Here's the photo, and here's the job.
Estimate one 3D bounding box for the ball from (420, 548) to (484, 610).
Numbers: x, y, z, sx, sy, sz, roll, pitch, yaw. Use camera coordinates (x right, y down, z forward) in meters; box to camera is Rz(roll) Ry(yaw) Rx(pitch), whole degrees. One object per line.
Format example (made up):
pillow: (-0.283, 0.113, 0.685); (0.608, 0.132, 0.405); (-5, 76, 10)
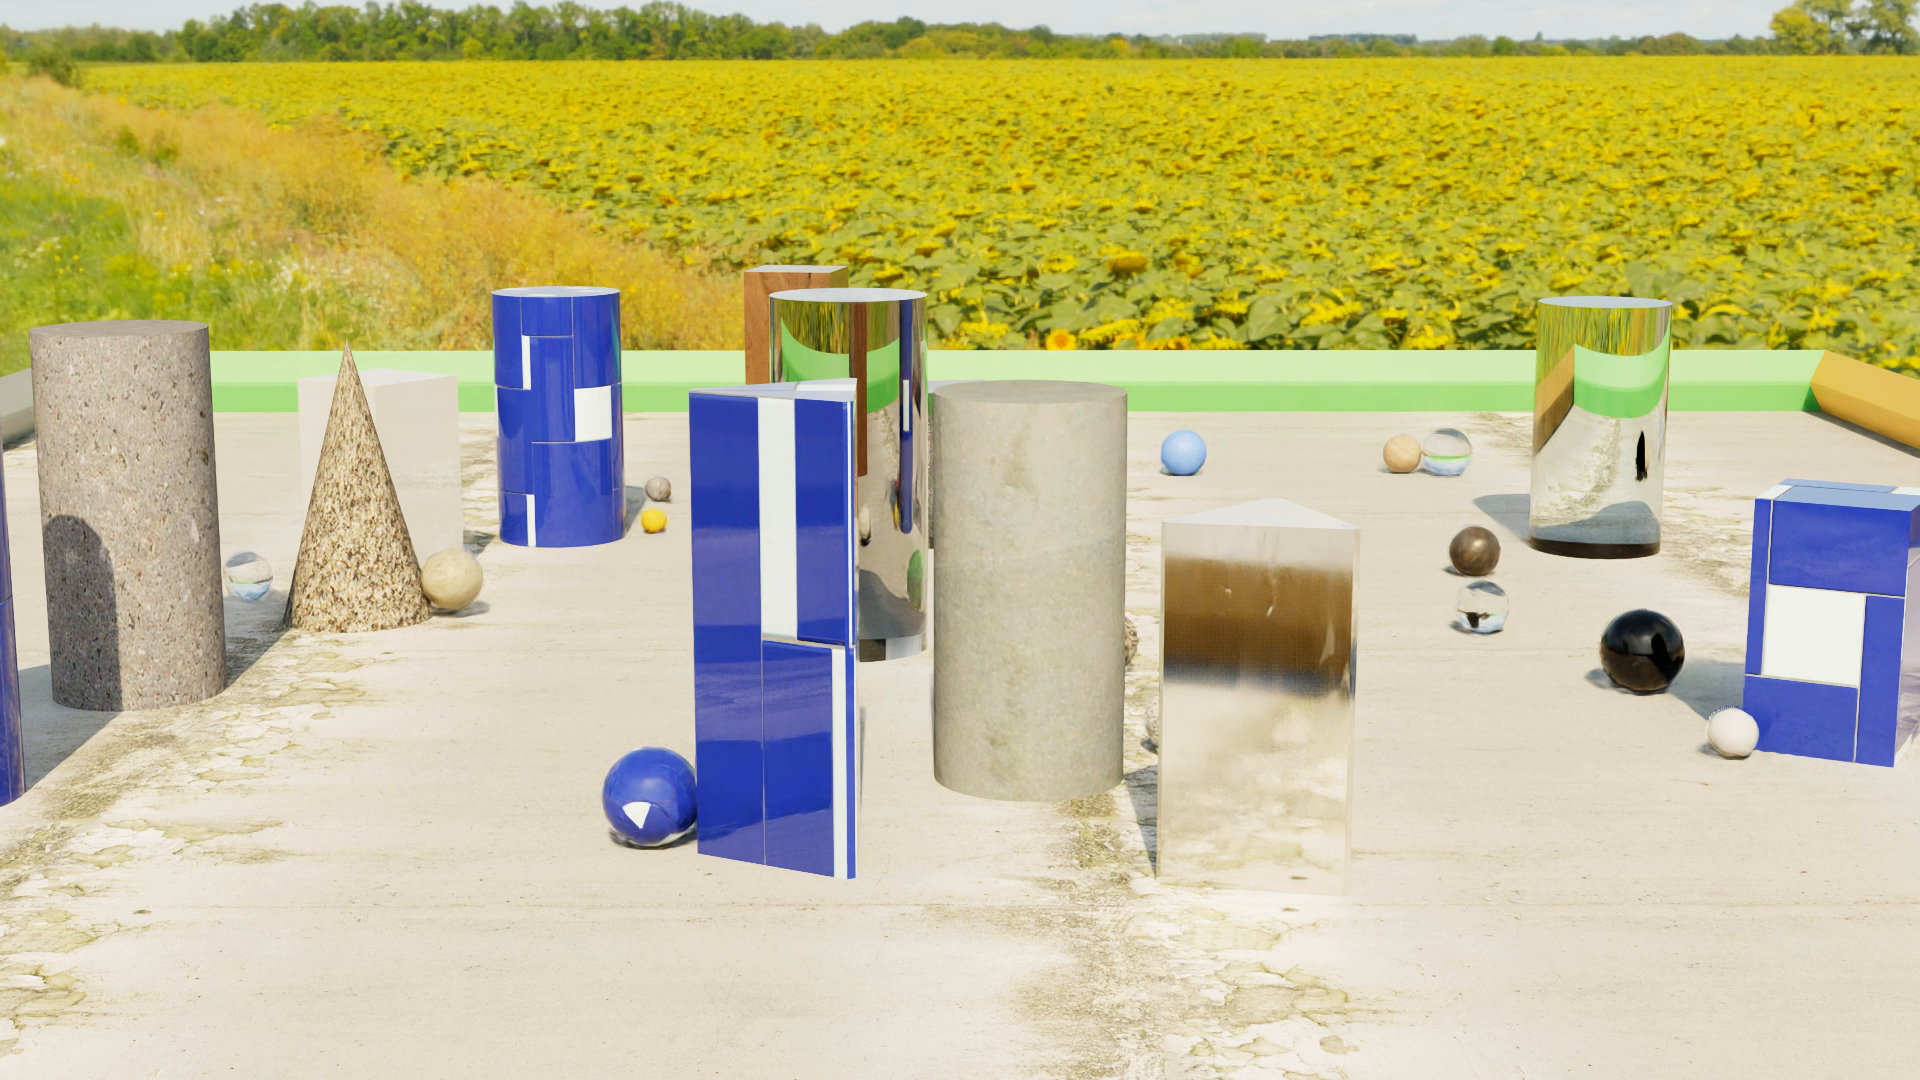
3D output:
ball: (-0.675, 0.052, 3.414); (0.083, 0.083, 0.083); (0, 10, 0)

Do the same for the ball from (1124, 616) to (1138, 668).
ball: (0.176, 0.123, 3.104); (0.079, 0.079, 0.079); (0, 10, 0)

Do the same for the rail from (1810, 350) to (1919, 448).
rail: (1.828, 0.031, 3.459); (0.045, 0.128, 4.071); (0, 10, 0)

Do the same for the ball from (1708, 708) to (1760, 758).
ball: (0.822, 0.206, 2.728); (0.053, 0.053, 0.053); (0, 10, 0)

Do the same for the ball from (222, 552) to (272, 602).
ball: (-0.980, 0.050, 3.528); (0.068, 0.068, 0.068); (0, 10, 0)

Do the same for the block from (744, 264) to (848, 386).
block: (-0.297, -0.315, 4.692); (0.158, 0.361, 0.158); (2, 11, 10)

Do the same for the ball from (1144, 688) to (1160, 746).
ball: (0.235, 0.191, 2.742); (0.077, 0.077, 0.077); (0, 10, 0)

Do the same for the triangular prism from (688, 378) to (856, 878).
triangular prism: (-0.136, 0.074, 2.389); (0.171, 0.436, 0.148); (6, 12, 28)

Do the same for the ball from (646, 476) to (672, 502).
ball: (-0.508, -0.086, 4.326); (0.044, 0.044, 0.044); (0, 10, 0)

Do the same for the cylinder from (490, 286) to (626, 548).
cylinder: (-0.622, -0.194, 3.980); (0.197, 0.383, 0.197); (0, 10, 0)

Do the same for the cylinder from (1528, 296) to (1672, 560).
cylinder: (0.969, -0.173, 3.889); (0.197, 0.375, 0.197); (0, 10, 0)

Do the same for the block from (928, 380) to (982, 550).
block: (-0.030, -0.119, 3.968); (0.158, 0.239, 0.158); (-1, 11, -8)

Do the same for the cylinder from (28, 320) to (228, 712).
cylinder: (-0.965, -0.033, 2.984); (0.197, 0.428, 0.197); (0, 10, 0)

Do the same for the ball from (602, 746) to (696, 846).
ball: (-0.291, 0.242, 2.421); (0.094, 0.094, 0.094); (0, 10, 0)

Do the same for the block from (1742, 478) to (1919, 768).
block: (0.950, 0.085, 2.773); (0.158, 0.273, 0.158); (6, 12, 29)

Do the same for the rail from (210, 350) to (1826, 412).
rail: (-0.012, -0.333, 5.427); (3.704, 0.128, 0.045); (0, 10, 0)

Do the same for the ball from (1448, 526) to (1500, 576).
ball: (0.742, 0.016, 3.697); (0.073, 0.073, 0.073); (0, 10, 0)

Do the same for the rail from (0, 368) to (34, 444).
rail: (-1.828, 0.035, 3.438); (0.045, 0.128, 4.071); (0, 10, 0)

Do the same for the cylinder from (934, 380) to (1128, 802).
cylinder: (0.071, 0.047, 2.629); (0.197, 0.401, 0.197); (0, 10, 0)

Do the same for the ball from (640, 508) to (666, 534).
ball: (-0.482, -0.030, 4.036); (0.041, 0.041, 0.041); (0, 10, 0)

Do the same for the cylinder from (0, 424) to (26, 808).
cylinder: (-1.045, 0.025, 2.541); (0.197, 0.477, 0.197); (0, 10, 0)

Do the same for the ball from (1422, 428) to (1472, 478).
ball: (0.871, -0.157, 4.586); (0.089, 0.089, 0.089); (0, 10, 0)

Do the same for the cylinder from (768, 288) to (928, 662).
cylinder: (-0.138, -0.085, 3.222); (0.197, 0.445, 0.197); (0, 10, 0)

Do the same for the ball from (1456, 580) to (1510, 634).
ball: (0.678, 0.087, 3.326); (0.069, 0.069, 0.069); (0, 10, 0)

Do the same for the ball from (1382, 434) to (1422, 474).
ball: (0.798, -0.156, 4.631); (0.070, 0.070, 0.070); (0, 10, 0)

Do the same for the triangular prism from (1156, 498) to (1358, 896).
triangular prism: (0.276, 0.137, 2.336); (0.171, 0.331, 0.148); (2, 11, 12)

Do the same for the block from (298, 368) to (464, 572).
block: (-0.830, -0.091, 3.683); (0.158, 0.288, 0.158); (7, 13, 34)

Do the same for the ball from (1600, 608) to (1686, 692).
ball: (0.801, 0.130, 3.012); (0.099, 0.099, 0.099); (0, 10, 0)

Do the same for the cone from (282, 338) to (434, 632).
cone: (-0.803, -0.081, 3.394); (0.197, 0.375, 0.197); (0, 10, 0)

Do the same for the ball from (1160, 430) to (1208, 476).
ball: (0.401, -0.157, 4.600); (0.084, 0.084, 0.084); (0, 10, 0)
